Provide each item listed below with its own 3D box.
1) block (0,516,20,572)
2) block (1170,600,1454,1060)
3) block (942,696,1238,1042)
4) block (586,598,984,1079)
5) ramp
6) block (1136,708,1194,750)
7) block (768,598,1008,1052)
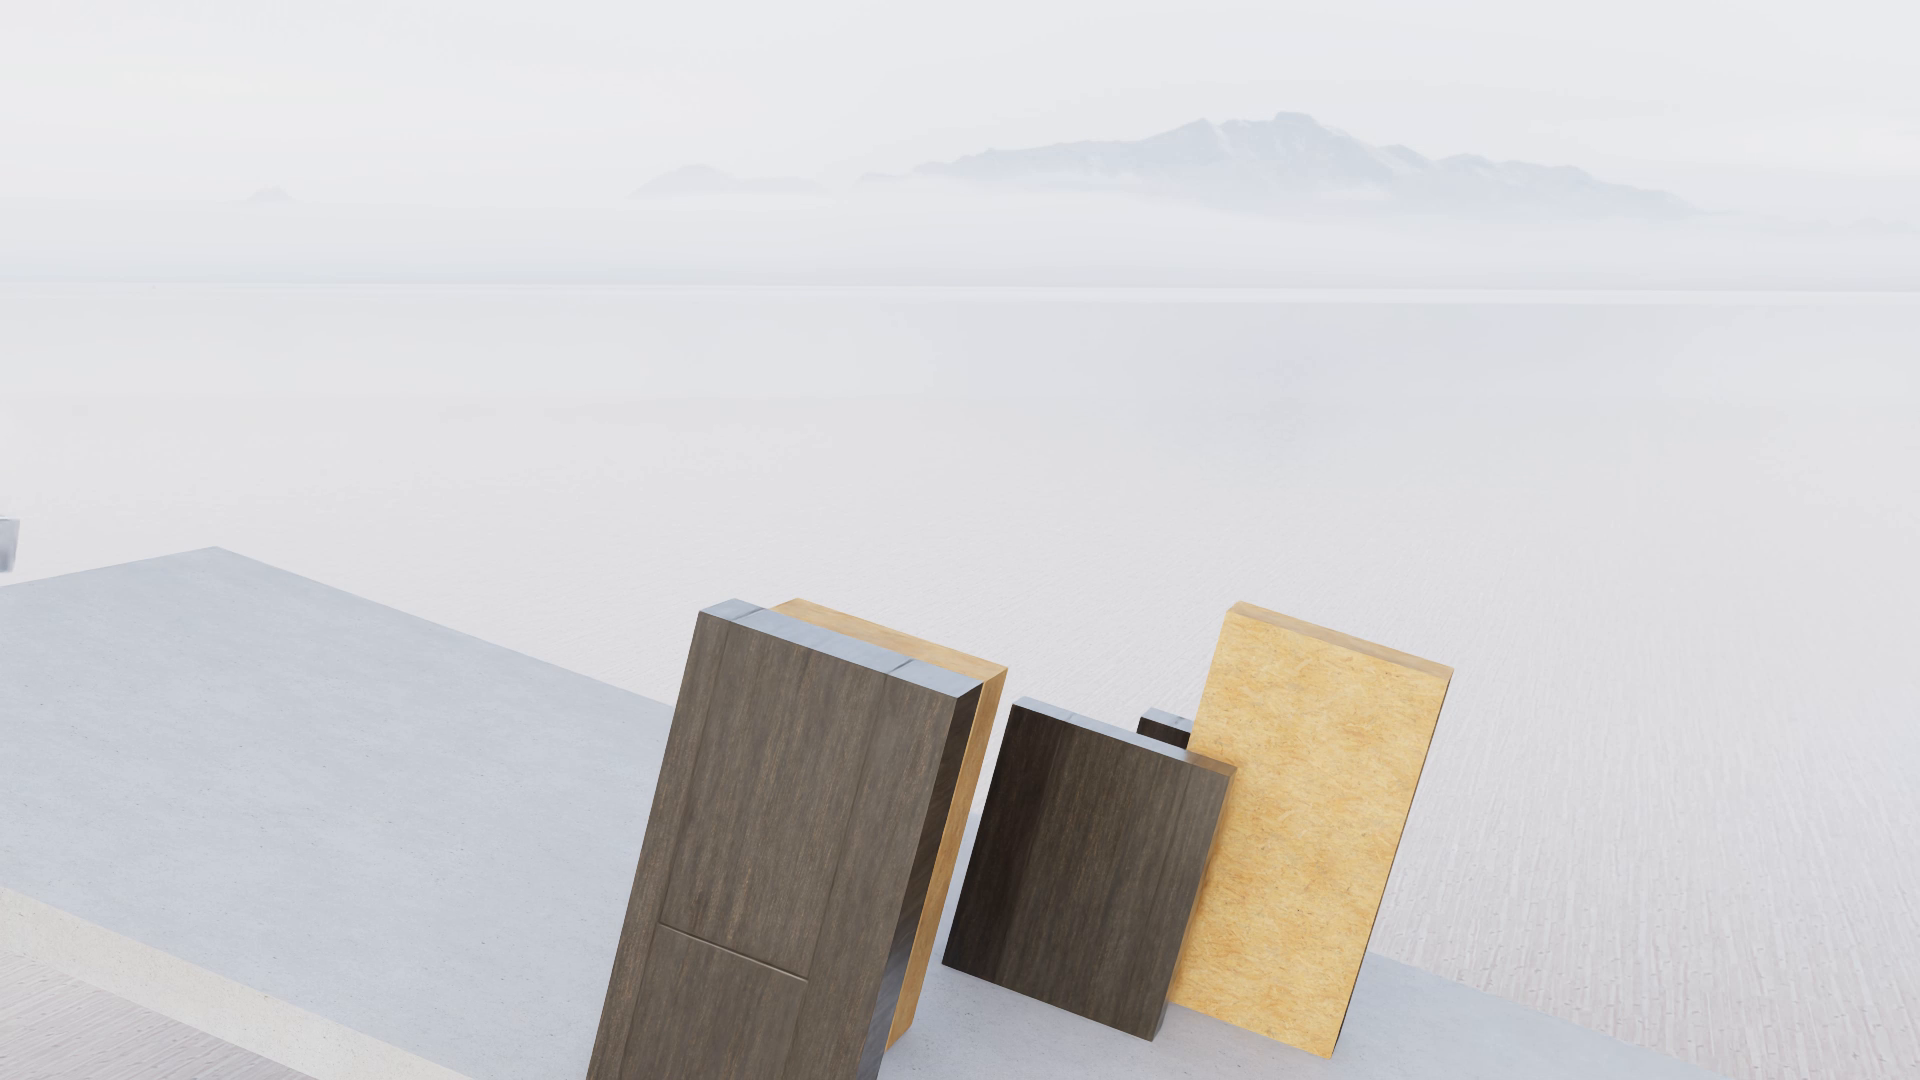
[{"bbox_3d":[-2.023,0.003,4.520,0.112,0.112,0.112,10,3,15],"label":"block"},{"bbox_3d":[0.632,0.560,4.286,0.433,0.780,0.141,18,11,14],"label":"block"},{"bbox_3d":[0.240,0.616,4.141,0.427,0.533,0.083,18,11,14],"label":"block"},{"bbox_3d":[-0.270,0.524,3.300,0.410,0.775,0.132,18,11,14],"label":"block"},{"bbox_3d":[-0.385,0.764,4.245,4.000,0.100,2.000,18,11,14],"label":"ramp"},{"bbox_3d":[0.524,0.623,4.803,0.366,0.409,0.110,18,11,14],"label":"block"},{"bbox_3d":[-0.206,0.488,3.817,0.400,0.676,0.141,18,11,14],"label":"block"}]
